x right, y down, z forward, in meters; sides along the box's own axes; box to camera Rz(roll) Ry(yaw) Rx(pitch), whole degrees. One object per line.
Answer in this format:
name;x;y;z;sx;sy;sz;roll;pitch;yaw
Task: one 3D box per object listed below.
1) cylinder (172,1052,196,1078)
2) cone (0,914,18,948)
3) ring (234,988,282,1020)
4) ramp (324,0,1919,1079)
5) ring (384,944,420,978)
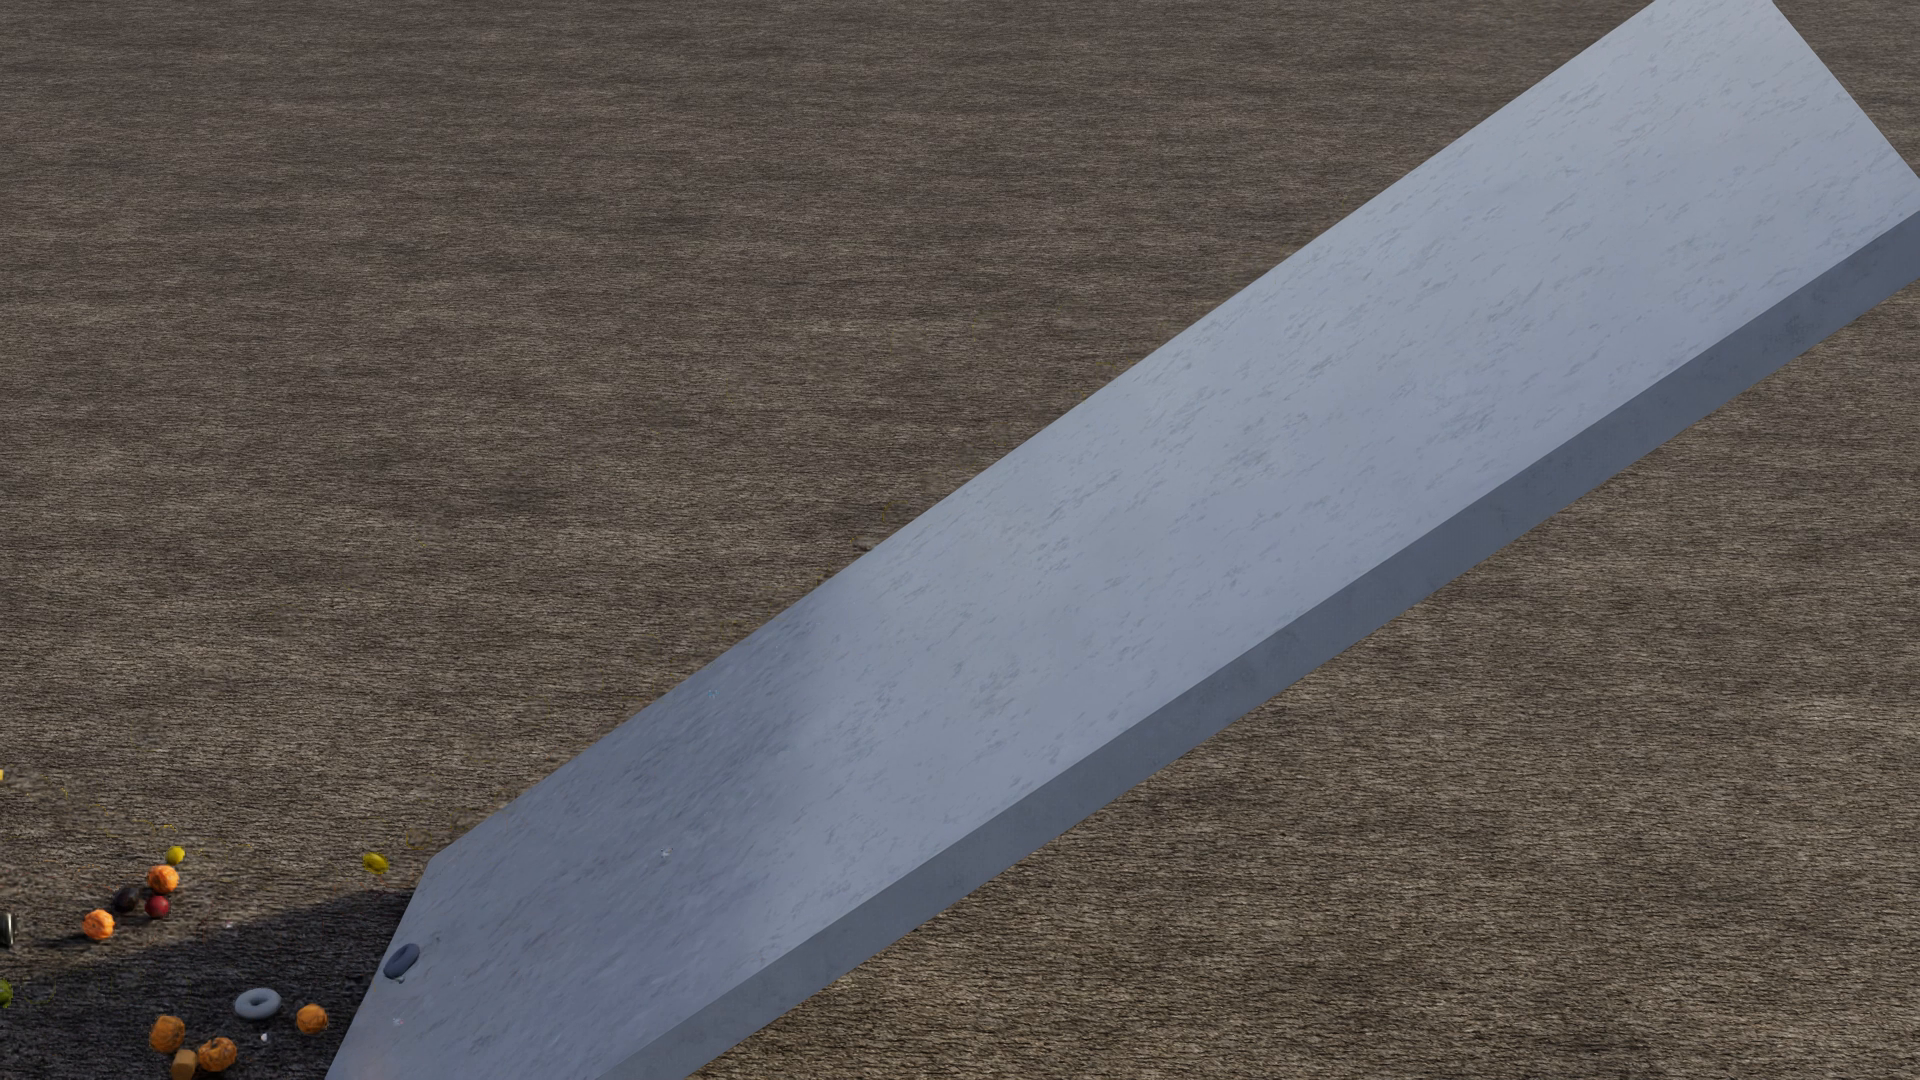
cylinder;-1.844;1.249;6.989;0.055;0.055;0.055;-7;0;-16
cone;-2.450;1.019;7.560;0.083;0.083;0.083;-15;54;-32
ring;-1.732;1.146;7.260;0.115;0.038;0.115;-1;24;0
ramp;0.126;0.181;6.328;4.000;0.100;2.000;-35;16;17
ring;-1.357;1.024;7.145;0.103;0.034;0.103;-37;16;13
